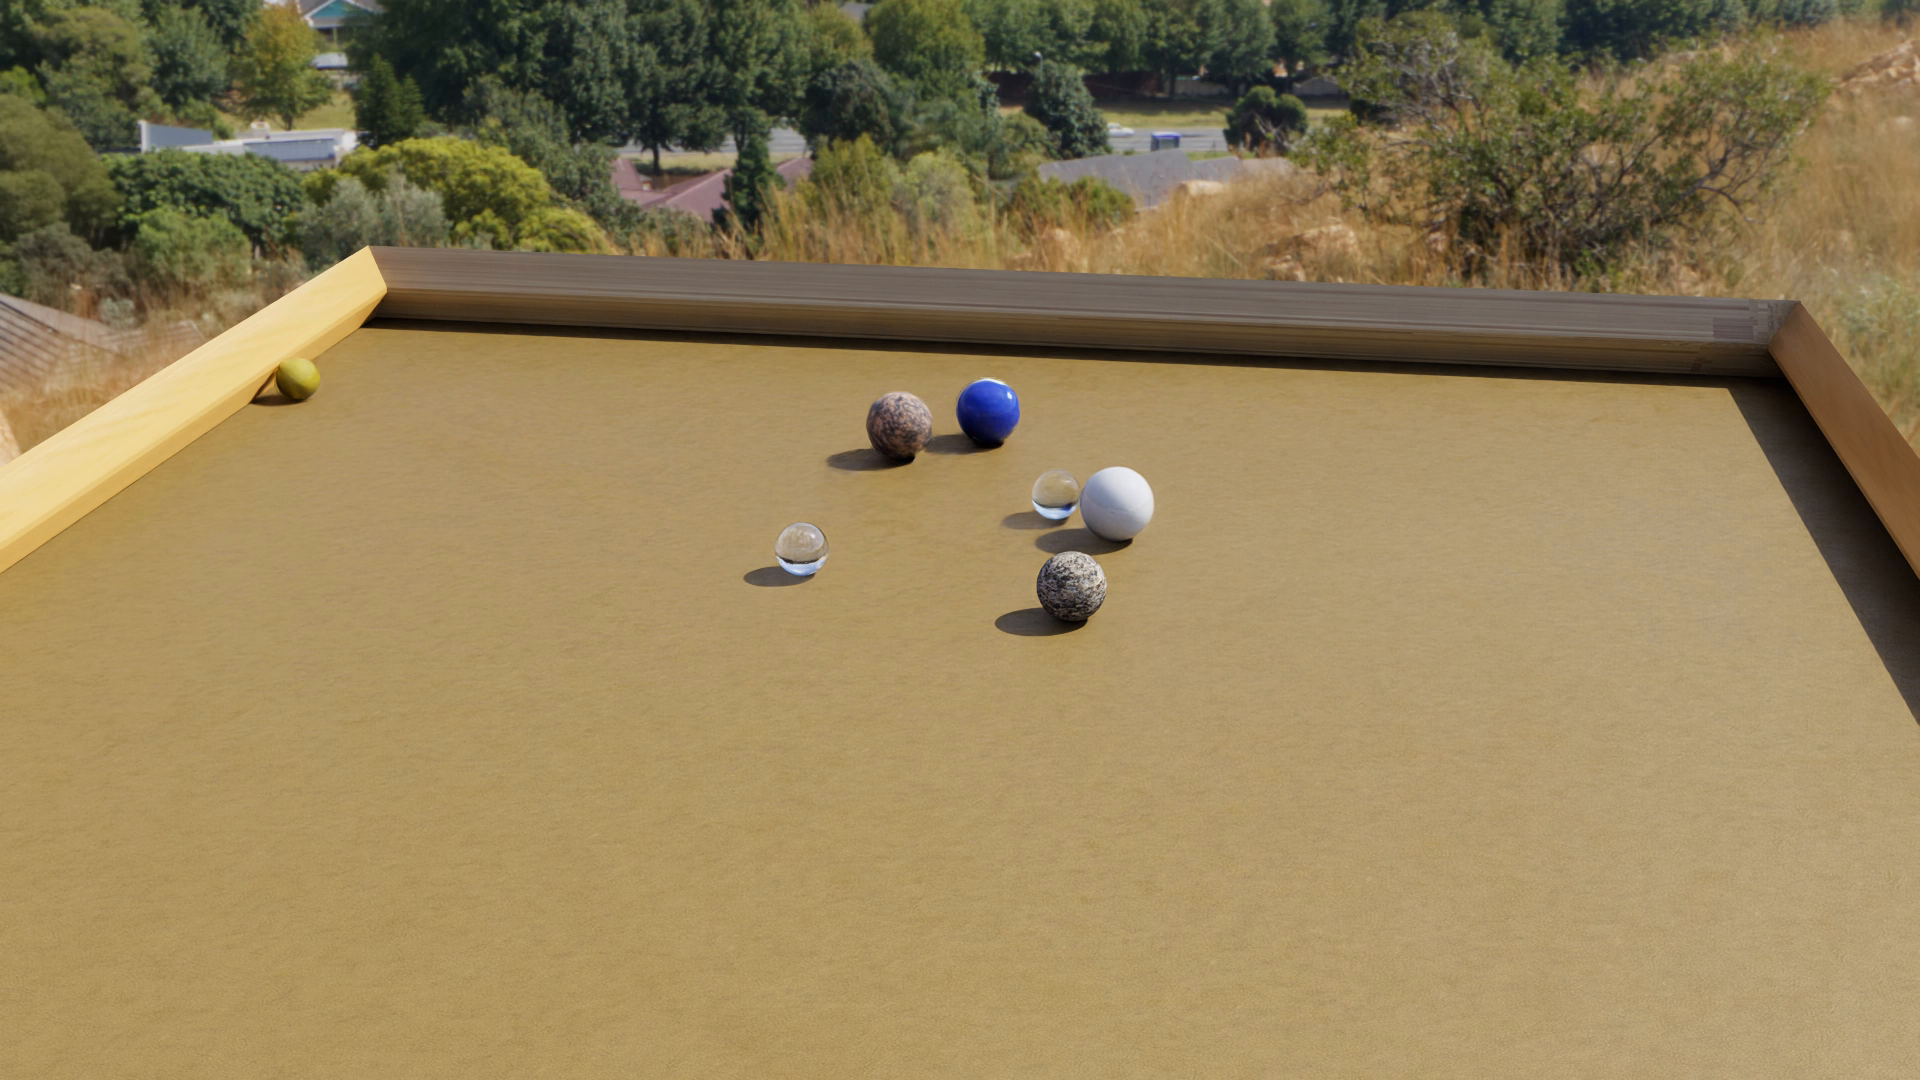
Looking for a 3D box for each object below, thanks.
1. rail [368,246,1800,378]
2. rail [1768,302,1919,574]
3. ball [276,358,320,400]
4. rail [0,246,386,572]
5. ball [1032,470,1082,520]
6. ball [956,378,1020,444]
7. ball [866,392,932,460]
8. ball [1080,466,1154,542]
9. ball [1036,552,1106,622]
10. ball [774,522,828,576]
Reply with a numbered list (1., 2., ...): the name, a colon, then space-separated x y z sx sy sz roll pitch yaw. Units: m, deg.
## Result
1. rail: 0.133 -0.340 3.297 2.157 0.114 0.045 3 22 8
2. rail: 0.906 0.371 1.500 0.045 0.114 3.636 3 22 8
3. ball: -0.928 -0.226 3.083 0.060 0.060 0.060 0 22 0
4. rail: -1.180 0.254 1.795 0.045 0.114 3.636 3 22 8
5. ball: 0.116 -0.054 2.649 0.060 0.060 0.060 0 22 0
6. ball: 0.037 -0.170 2.907 0.086 0.086 0.086 0 22 0
7. ball: -0.079 -0.148 2.850 0.086 0.086 0.086 0 22 0
8. ball: 0.184 -0.042 2.581 0.088 0.088 0.088 0 22 0
9. ball: 0.120 0.050 2.364 0.076 0.076 0.076 0 22 0
10. ball: -0.179 0.010 2.485 0.061 0.061 0.061 0 22 0
